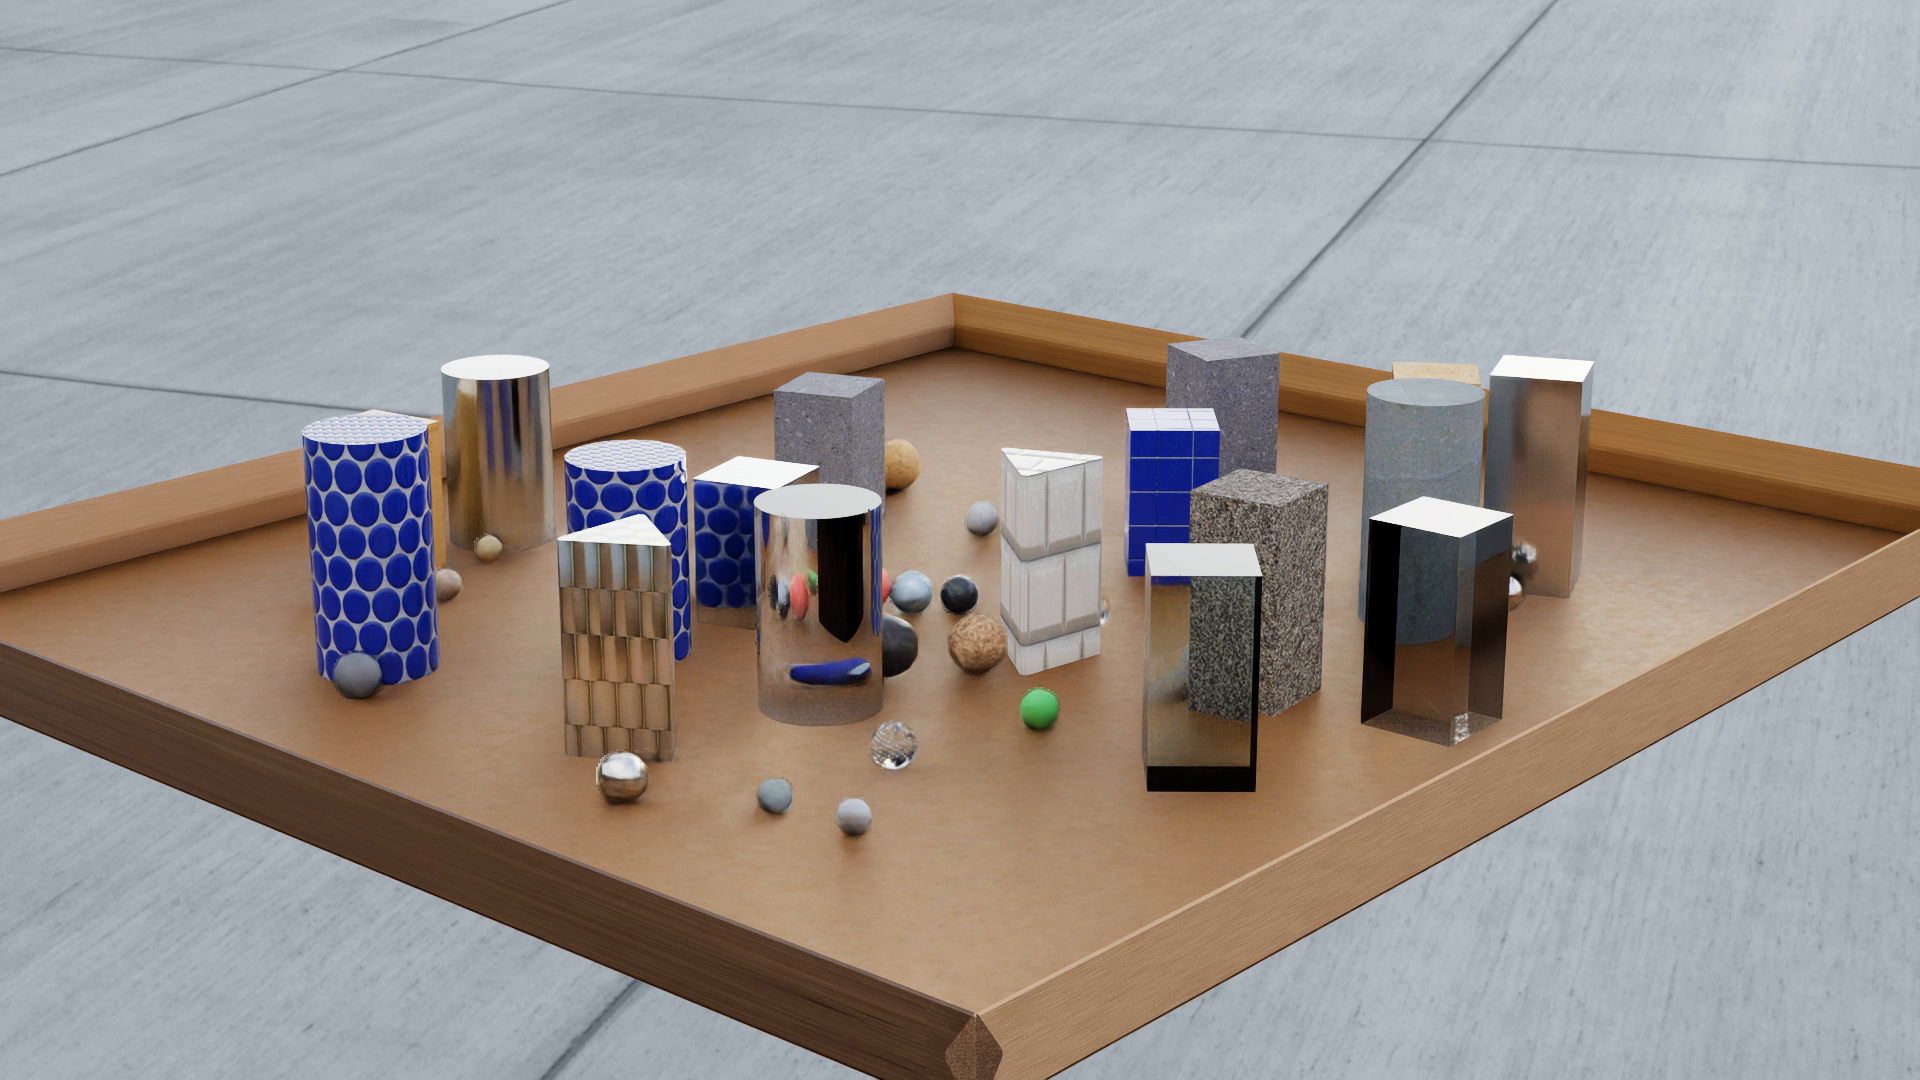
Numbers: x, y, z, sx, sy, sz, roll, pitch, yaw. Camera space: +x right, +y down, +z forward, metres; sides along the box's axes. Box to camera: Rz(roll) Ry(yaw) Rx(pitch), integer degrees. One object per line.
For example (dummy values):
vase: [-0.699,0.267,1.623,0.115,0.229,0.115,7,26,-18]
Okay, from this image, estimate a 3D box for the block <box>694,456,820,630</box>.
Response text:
block: [-0.344,0.007,4.990,0.157,0.253,0.157,8,18,24]

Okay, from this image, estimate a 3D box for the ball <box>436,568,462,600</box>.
ball: [-0.894,0.077,5.099,0.055,0.055,0.055,0,17,0]

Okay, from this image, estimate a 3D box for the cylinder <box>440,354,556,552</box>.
cylinder: [-0.853,-0.162,5.424,0.196,0.325,0.196,0,17,0]

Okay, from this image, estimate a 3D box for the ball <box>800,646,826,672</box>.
ball: [-0.238,0.193,4.737,0.043,0.043,0.043,0,17,0]

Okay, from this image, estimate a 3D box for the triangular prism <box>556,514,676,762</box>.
triangular prism: [-0.493,0.144,4.390,0.170,0.337,0.147,3,17,10]

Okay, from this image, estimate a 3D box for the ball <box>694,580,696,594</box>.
ball: [-0.433,0.083,5.077,0.057,0.057,0.057,0,17,0]

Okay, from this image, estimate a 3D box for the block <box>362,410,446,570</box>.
block: [-1.036,-0.075,5.233,0.157,0.270,0.157,10,20,31]

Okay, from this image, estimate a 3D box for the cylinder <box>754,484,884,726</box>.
cylinder: [-0.218,0.099,4.546,0.196,0.332,0.196,0,17,0]

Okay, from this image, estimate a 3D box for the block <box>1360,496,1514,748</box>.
block: [0.727,0.122,4.474,0.157,0.330,0.157,13,21,38]

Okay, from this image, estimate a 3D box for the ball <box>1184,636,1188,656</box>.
ball: [0.400,0.174,4.740,0.076,0.076,0.076,0,17,0]

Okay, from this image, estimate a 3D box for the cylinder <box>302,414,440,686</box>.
cylinder: [-0.945,0.014,4.714,0.196,0.398,0.196,0,17,0]

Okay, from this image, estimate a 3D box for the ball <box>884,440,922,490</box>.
ball: [-0.124,-0.148,5.773,0.098,0.098,0.098,0,17,0]

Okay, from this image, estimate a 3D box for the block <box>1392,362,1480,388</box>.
block: [0.888,-0.172,5.514,0.157,0.293,0.157,2,17,7]

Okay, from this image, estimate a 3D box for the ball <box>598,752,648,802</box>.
ball: [-0.483,0.339,4.200,0.073,0.073,0.073,0,17,0]

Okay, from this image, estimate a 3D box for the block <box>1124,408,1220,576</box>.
block: [0.379,-0.087,5.272,0.157,0.269,0.157,0,17,0]

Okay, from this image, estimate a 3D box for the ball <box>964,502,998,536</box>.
ball: [0.040,-0.039,5.474,0.062,0.062,0.062,0,17,0]

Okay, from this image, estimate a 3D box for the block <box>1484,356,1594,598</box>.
block: [1.012,-0.113,5.151,0.157,0.389,0.157,6,18,18]

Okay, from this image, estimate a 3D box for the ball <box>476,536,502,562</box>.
ball: [-0.855,0.015,5.320,0.047,0.047,0.047,0,17,0]

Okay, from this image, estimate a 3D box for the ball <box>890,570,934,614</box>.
ball: [-0.083,0.090,5.025,0.074,0.074,0.074,0,17,0]

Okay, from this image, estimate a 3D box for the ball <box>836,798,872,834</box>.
ball: [-0.148,0.385,4.085,0.051,0.051,0.051,0,17,0]

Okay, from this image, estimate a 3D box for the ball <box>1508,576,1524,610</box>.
ball: [0.938,0.092,5.040,0.061,0.061,0.061,0,17,0]

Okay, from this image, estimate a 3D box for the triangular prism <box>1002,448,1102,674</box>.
triangular prism: [0.118,0.026,4.786,0.170,0.334,0.147,-14,22,-39]

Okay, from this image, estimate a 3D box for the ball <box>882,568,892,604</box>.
ball: [-0.160,0.079,5.043,0.084,0.084,0.084,0,17,0]

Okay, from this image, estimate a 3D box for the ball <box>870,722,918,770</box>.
ball: [-0.098,0.303,4.323,0.071,0.071,0.071,0,17,0]

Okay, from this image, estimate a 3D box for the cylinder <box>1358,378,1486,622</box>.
cylinder: [0.779,-0.059,4.959,0.196,0.396,0.196,0,17,0]

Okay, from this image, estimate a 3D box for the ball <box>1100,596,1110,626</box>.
ball: [0.228,0.120,4.959,0.053,0.053,0.053,0,17,0]

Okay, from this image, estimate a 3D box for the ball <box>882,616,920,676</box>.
ball: [-0.114,0.169,4.675,0.097,0.097,0.097,0,17,0]

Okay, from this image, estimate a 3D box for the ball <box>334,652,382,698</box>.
ball: [-0.948,0.213,4.618,0.073,0.073,0.073,0,17,0]

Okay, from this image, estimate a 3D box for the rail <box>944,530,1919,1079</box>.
rail: [0.947,0.269,4.332,0.045,0.128,2.890,14,22,39]

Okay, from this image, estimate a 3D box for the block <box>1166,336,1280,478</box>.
block: [0.501,-0.216,5.626,0.157,0.311,0.157,-8,18,-24]

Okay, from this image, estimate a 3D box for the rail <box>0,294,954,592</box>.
rail: [-0.947,-0.205,5.908,0.045,0.128,2.890,14,22,39]

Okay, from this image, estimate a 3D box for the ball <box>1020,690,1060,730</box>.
ball: [0.122,0.259,4.486,0.061,0.061,0.061,0,17,0]

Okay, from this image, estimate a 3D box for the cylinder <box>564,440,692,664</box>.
cylinder: [-0.542,0.023,4.795,0.196,0.334,0.196,0,17,0]

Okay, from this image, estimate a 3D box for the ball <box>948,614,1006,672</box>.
ball: [0.028,0.167,4.734,0.094,0.094,0.094,0,17,0]

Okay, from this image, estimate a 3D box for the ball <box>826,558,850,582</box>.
ball: [-0.215,0.053,5.202,0.043,0.043,0.043,0,17,0]

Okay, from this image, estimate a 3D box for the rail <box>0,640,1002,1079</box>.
rail: [-0.932,0.342,4.092,2.557,0.128,0.045,14,22,39]

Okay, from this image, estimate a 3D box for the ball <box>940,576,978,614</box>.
ball: [-0.001,0.093,5.030,0.065,0.065,0.065,0,17,0]

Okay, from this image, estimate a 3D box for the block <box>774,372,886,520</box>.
block: [-0.243,-0.158,5.501,0.157,0.274,0.157,6,18,20]

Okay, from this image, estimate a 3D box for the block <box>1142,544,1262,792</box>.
block: [0.350,0.185,4.270,0.157,0.328,0.157,0,17,1]

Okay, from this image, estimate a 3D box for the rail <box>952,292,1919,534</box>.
rail: [0.932,-0.278,6.148,2.557,0.128,0.045,14,22,39]

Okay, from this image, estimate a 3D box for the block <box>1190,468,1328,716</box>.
block: [0.465,0.080,4.596,0.157,0.339,0.157,11,20,33]

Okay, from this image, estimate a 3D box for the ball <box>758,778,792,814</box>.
ball: [-0.263,0.363,4.160,0.050,0.050,0.050,0,17,0]
